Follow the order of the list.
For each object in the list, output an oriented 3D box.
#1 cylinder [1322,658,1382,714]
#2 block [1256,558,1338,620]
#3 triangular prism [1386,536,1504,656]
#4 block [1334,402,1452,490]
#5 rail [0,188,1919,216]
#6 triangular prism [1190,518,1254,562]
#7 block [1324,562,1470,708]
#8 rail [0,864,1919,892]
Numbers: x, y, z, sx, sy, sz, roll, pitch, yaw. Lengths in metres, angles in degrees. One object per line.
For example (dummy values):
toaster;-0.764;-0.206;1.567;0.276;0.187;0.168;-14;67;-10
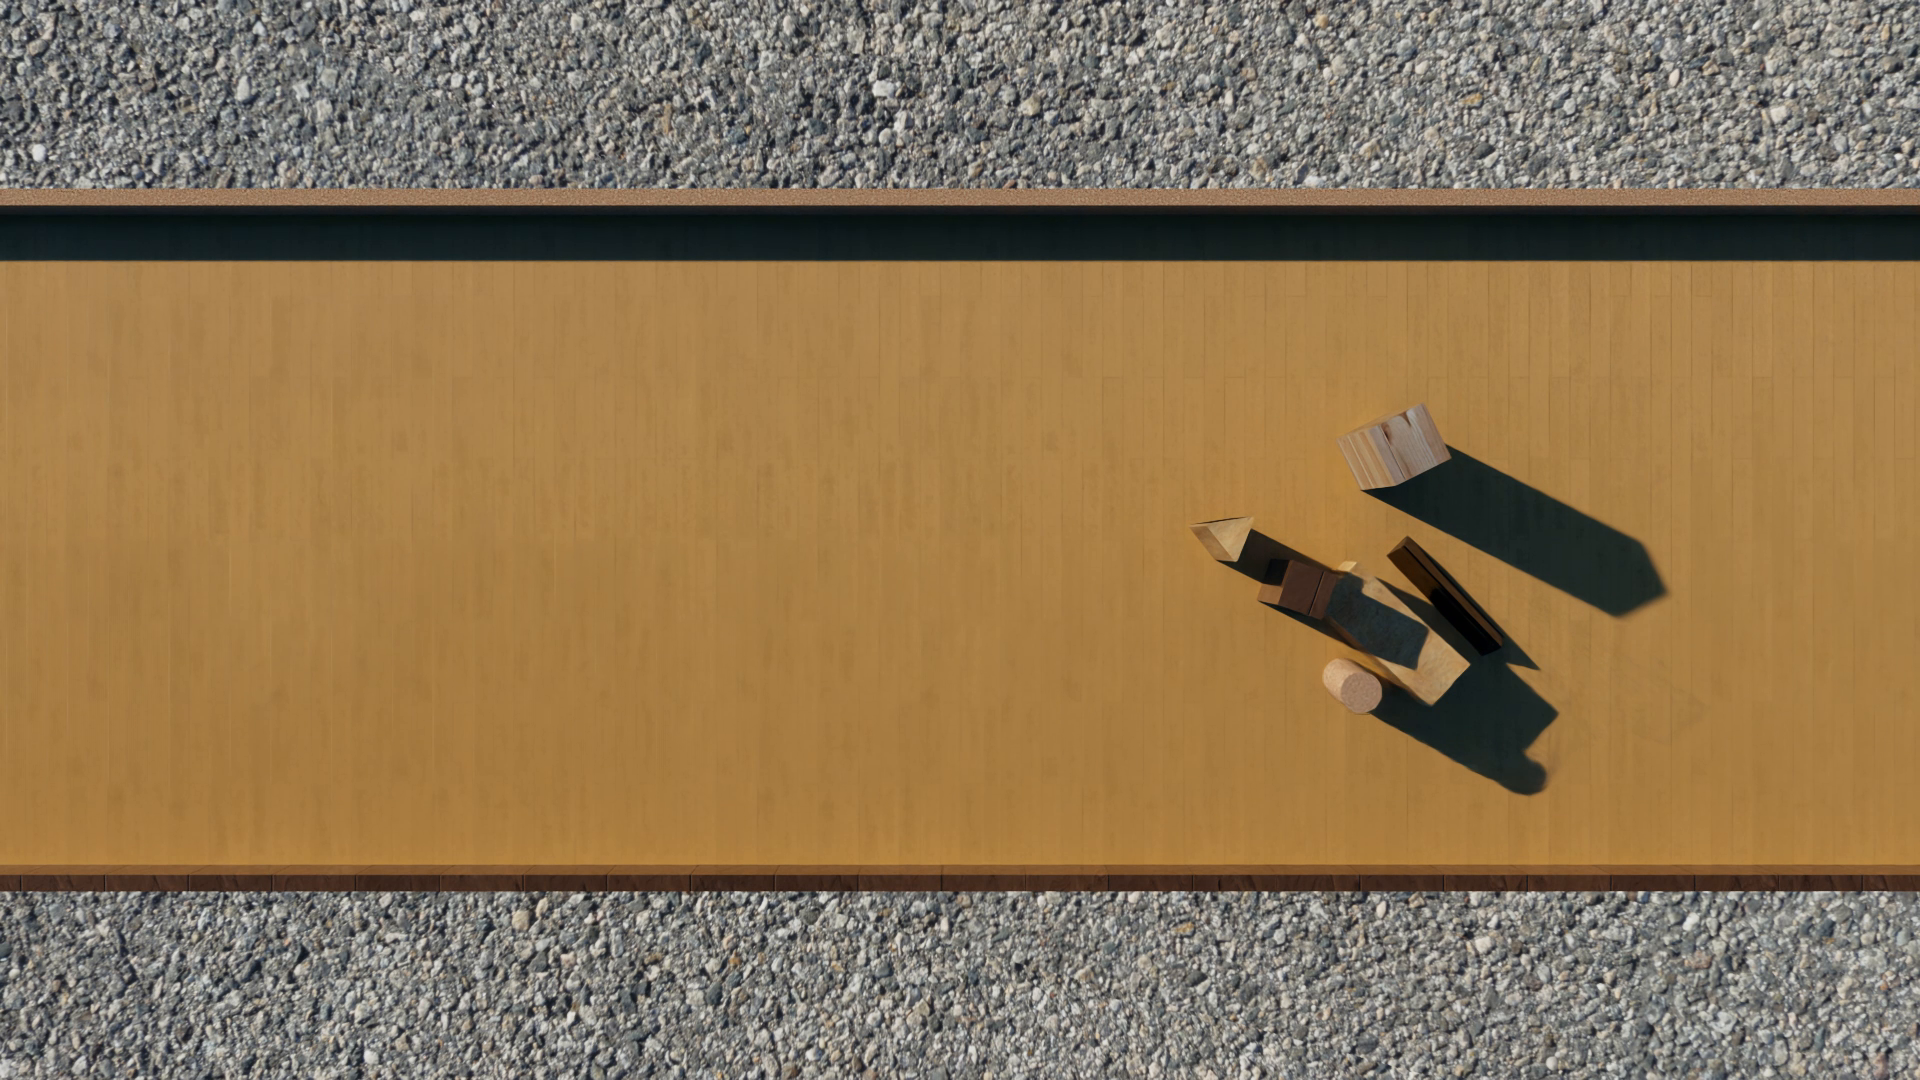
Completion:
cylinder;1.169;0.431;4.920;0.120;0.303;0.120;0;94;3
block;0.998;0.144;4.907;0.135;0.340;0.135;19;90;0
triangular prism;1.492;0.172;5.036;0.089;0.077;0.428;-44;90;0
block;1.271;-0.271;4.867;0.176;0.419;0.176;-26;90;0
rail;-2.247;-1.025;5.002;12.000;0.150;0.050;0;90;0
triangular prism;0.793;-0.028;4.893;0.117;0.367;0.135;-38;90;0
block;1.291;0.281;4.989;0.453;0.174;0.174;42;90;0
rail;-2.247;1.025;5.001;12.000;0.150;0.050;0;90;0
